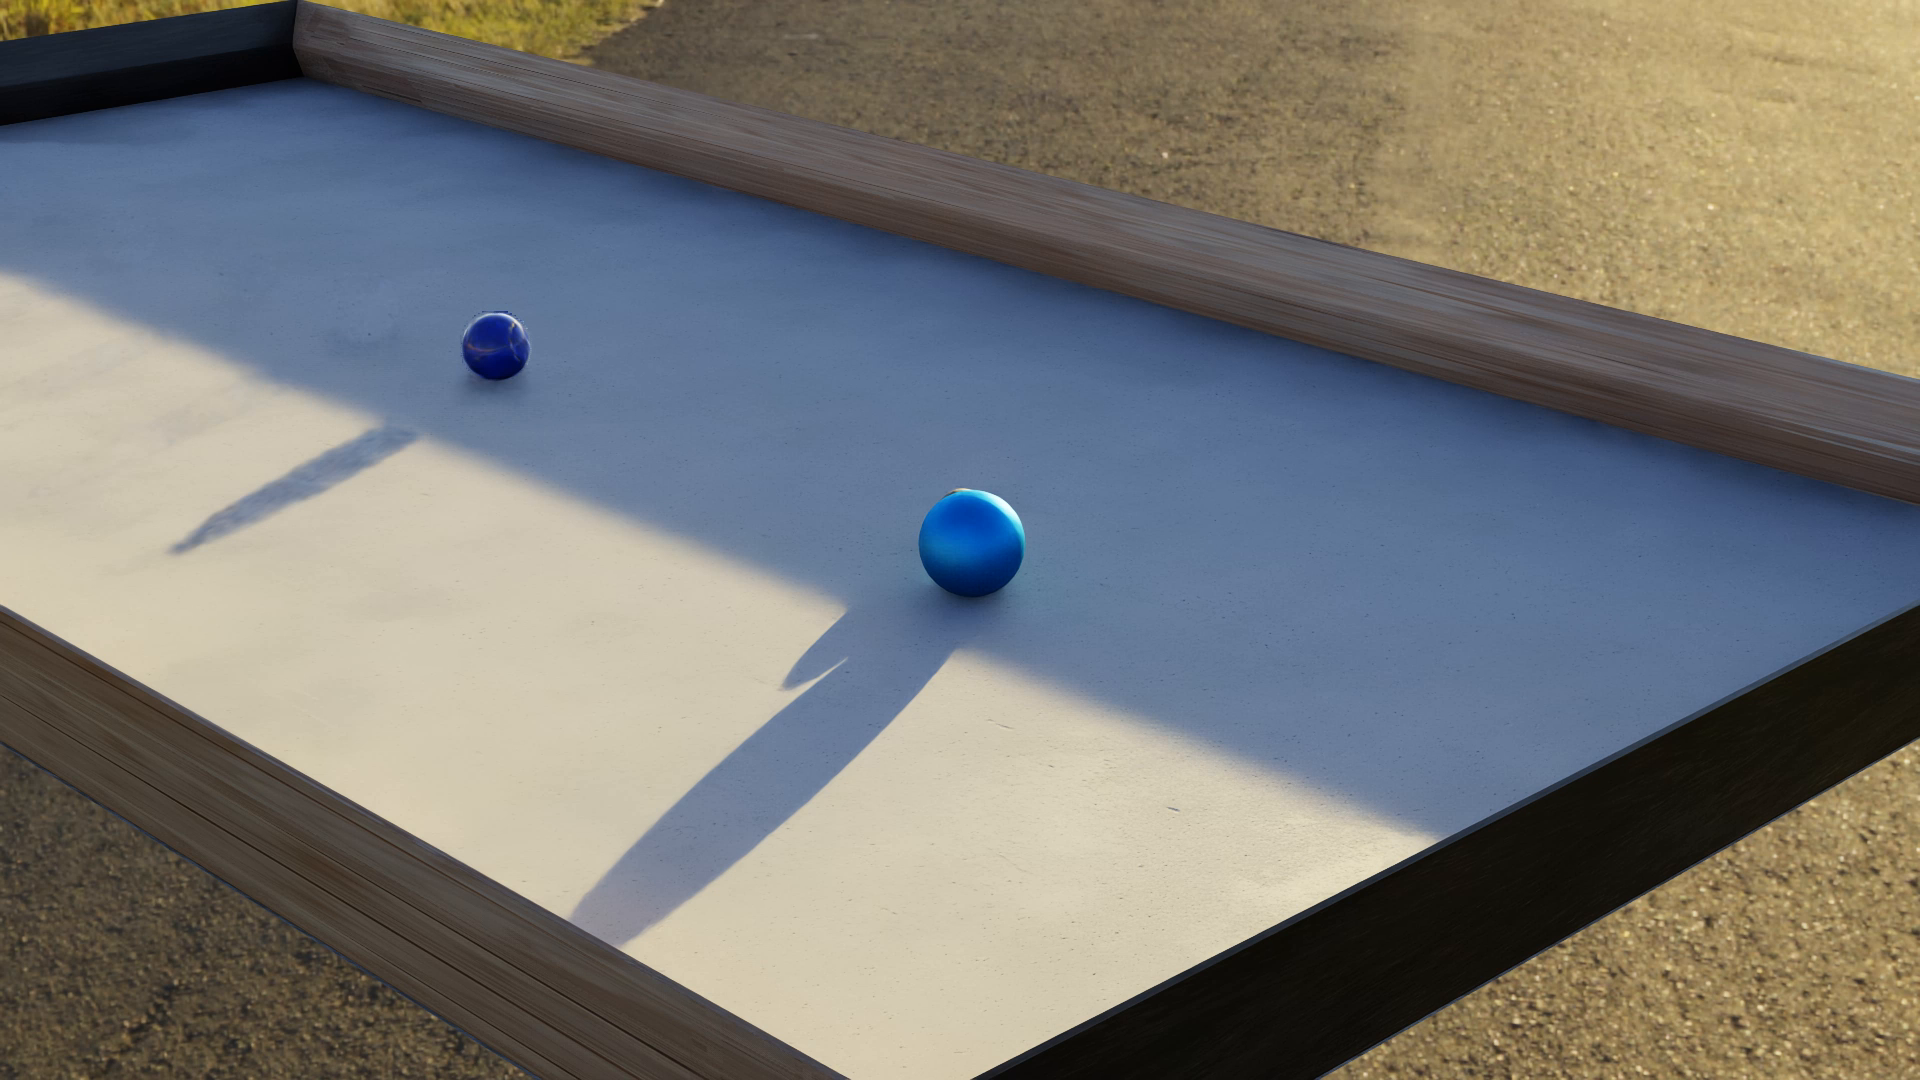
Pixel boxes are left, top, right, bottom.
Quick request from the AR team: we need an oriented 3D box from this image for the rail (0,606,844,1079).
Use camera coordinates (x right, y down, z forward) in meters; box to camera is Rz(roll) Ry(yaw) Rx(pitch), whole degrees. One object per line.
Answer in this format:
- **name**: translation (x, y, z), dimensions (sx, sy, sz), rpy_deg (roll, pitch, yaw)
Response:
- **rail**: translation (-1.123, -0.034, 2.716), dimensions (0.045, 0.126, 3.195), rpy_deg (-19, 27, -41)

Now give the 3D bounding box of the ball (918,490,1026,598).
- **ball**: translation (0.011, 0.003, 2.660), dimensions (0.097, 0.097, 0.097), rpy_deg (0, 20, 0)

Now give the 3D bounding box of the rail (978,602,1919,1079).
- **rail**: translation (0.539, 0.169, 2.171), dimensions (1.626, 0.126, 0.045), rpy_deg (-19, 27, -41)

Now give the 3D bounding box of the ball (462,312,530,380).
- **ball**: translation (-0.517, -0.215, 3.276), dimensions (0.075, 0.075, 0.075), rpy_deg (0, 20, 0)

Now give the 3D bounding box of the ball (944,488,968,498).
- **ball**: translation (0.002, -0.024, 2.802), dimensions (0.049, 0.049, 0.049), rpy_deg (0, 20, 0)

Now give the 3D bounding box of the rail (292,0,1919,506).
- **rail**: translation (0.012, -0.419, 3.745), dimensions (0.045, 0.126, 3.195), rpy_deg (-19, 27, -41)

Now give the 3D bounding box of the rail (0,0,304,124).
- **rail**: translation (-1.650, -0.622, 4.290), dimensions (1.626, 0.126, 0.045), rpy_deg (-19, 27, -41)
